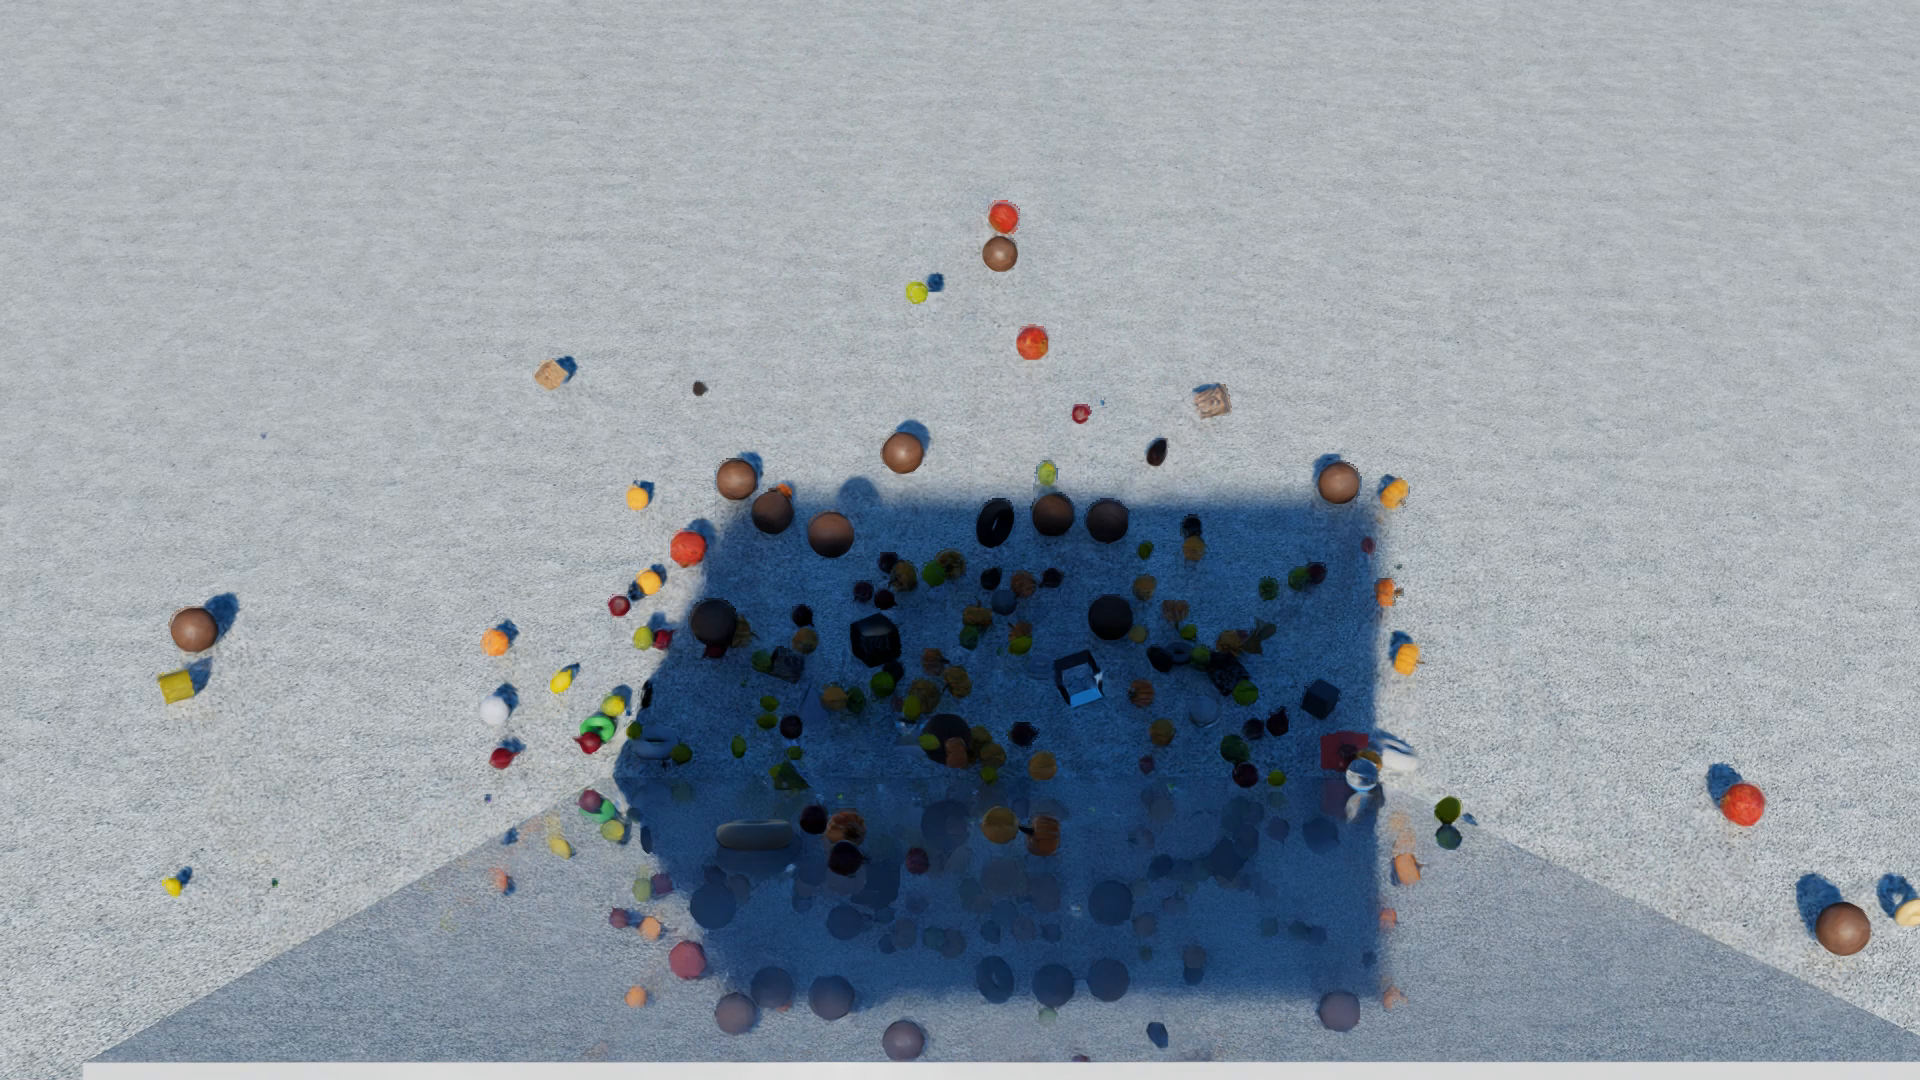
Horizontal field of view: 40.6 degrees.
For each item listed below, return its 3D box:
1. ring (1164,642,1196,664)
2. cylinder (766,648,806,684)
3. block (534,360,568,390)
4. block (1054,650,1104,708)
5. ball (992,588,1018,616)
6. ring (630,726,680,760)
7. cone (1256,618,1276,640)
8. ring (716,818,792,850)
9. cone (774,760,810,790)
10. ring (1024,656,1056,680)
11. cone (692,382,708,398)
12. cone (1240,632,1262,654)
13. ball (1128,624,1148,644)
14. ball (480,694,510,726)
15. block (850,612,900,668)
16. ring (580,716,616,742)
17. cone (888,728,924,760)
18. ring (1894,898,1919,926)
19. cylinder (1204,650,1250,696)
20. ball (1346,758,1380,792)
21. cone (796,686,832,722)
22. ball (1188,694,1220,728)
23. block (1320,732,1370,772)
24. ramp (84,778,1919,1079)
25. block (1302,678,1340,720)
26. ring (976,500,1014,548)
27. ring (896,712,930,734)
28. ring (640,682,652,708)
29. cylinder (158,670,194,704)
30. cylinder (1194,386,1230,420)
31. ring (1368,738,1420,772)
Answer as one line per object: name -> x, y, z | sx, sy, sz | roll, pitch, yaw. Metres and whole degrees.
ring -> 0.621, 0.321, 7.330 | 0.092, 0.031, 0.092 | 1, 31, 0
cylinder -> -0.482, 0.349, 7.183 | 0.080, 0.080, 0.080 | 22, 28, -17
block -> -1.353, -0.544, 8.565 | 0.067, 0.067, 0.067 | -8, 46, 54
block -> 0.327, 0.382, 7.128 | 0.098, 0.098, 0.098 | -20, 39, 17
ball -> 0.128, 0.180, 7.509 | 0.076, 0.076, 0.076 | 0, 33, 0
ring -> -0.817, 0.544, 6.959 | 0.136, 0.045, 0.136 | 6, 28, -3
cone -> 0.863, 0.242, 7.408 | 0.062, 0.062, 0.062 | -14, 50, -21
ring -> -0.395, 0.565, 4.977 | 0.148, 0.049, 0.148 | -1, -1, 0
cone -> -0.399, 0.587, 6.309 | 0.080, 0.080, 0.080 | 22, 37, 11
ring -> 0.228, 0.358, 7.273 | 0.093, 0.031, 0.093 | -1, 32, 1
cone -> -0.853, -0.500, 8.620 | 0.053, 0.053, 0.053 | 24, 13, 33
cone -> 0.826, 0.280, 7.288 | 0.062, 0.062, 0.062 | 10, 20, -4
ball -> 0.508, 0.269, 7.390 | 0.055, 0.055, 0.055 | 0, 33, 0
ball -> -1.267, 0.463, 7.059 | 0.083, 0.083, 0.083 | 0, 33, 0
block -> -0.239, 0.284, 7.325 | 0.098, 0.098, 0.098 | -20, 38, -28
ring -> -0.983, 0.513, 7.027 | 0.097, 0.032, 0.097 | 1, 34, -1
cone -> -0.145, 0.530, 6.708 | 0.090, 0.090, 0.090 | -2, 33, -7
ring -> 2.333, 0.909, 6.336 | 0.103, 0.103, 0.034 | -8, 51, -12
cylinder -> 0.737, 0.368, 7.162 | 0.091, 0.091, 0.091 | 52, 45, -2
ball -> 0.972, 0.569, 6.266 | 0.081, 0.081, 0.081 | 0, 33, 0
cone -> -0.404, 0.433, 7.089 | 0.094, 0.094, 0.094 | -4, 33, 2
ball -> 0.663, 0.466, 7.047 | 0.091, 0.091, 0.091 | 0, 33, 0
block -> 1.016, 0.560, 6.844 | 0.090, 0.090, 0.090 | 6, -14, -27
ramp -> 0.072, 0.635, 4.740 | 2.000, 0.100, 4.000 | 0, -1, 0
block -> 0.988, 0.436, 7.103 | 0.070, 0.070, 0.070 | 30, 42, 23
ring -> 0.105, -0.049, 7.790 | 0.049, 0.148, 0.148 | 22, 39, 36
ring -> -0.129, 0.498, 7.051 | 0.095, 0.032, 0.095 | 2, 30, -1
ring -> -0.861, 0.425, 7.125 | 0.025, 0.075, 0.075 | 8, 31, -13
cylinder -> -2.159, 0.404, 7.141 | 0.080, 0.080, 0.080 | -10, 33, -30
cylinder -> 0.820, -0.447, 8.432 | 0.090, 0.090, 0.090 | -14, 29, 18
ring -> 1.150, 0.571, 6.884 | 0.148, 0.049, 0.148 | 18, 14, -5
